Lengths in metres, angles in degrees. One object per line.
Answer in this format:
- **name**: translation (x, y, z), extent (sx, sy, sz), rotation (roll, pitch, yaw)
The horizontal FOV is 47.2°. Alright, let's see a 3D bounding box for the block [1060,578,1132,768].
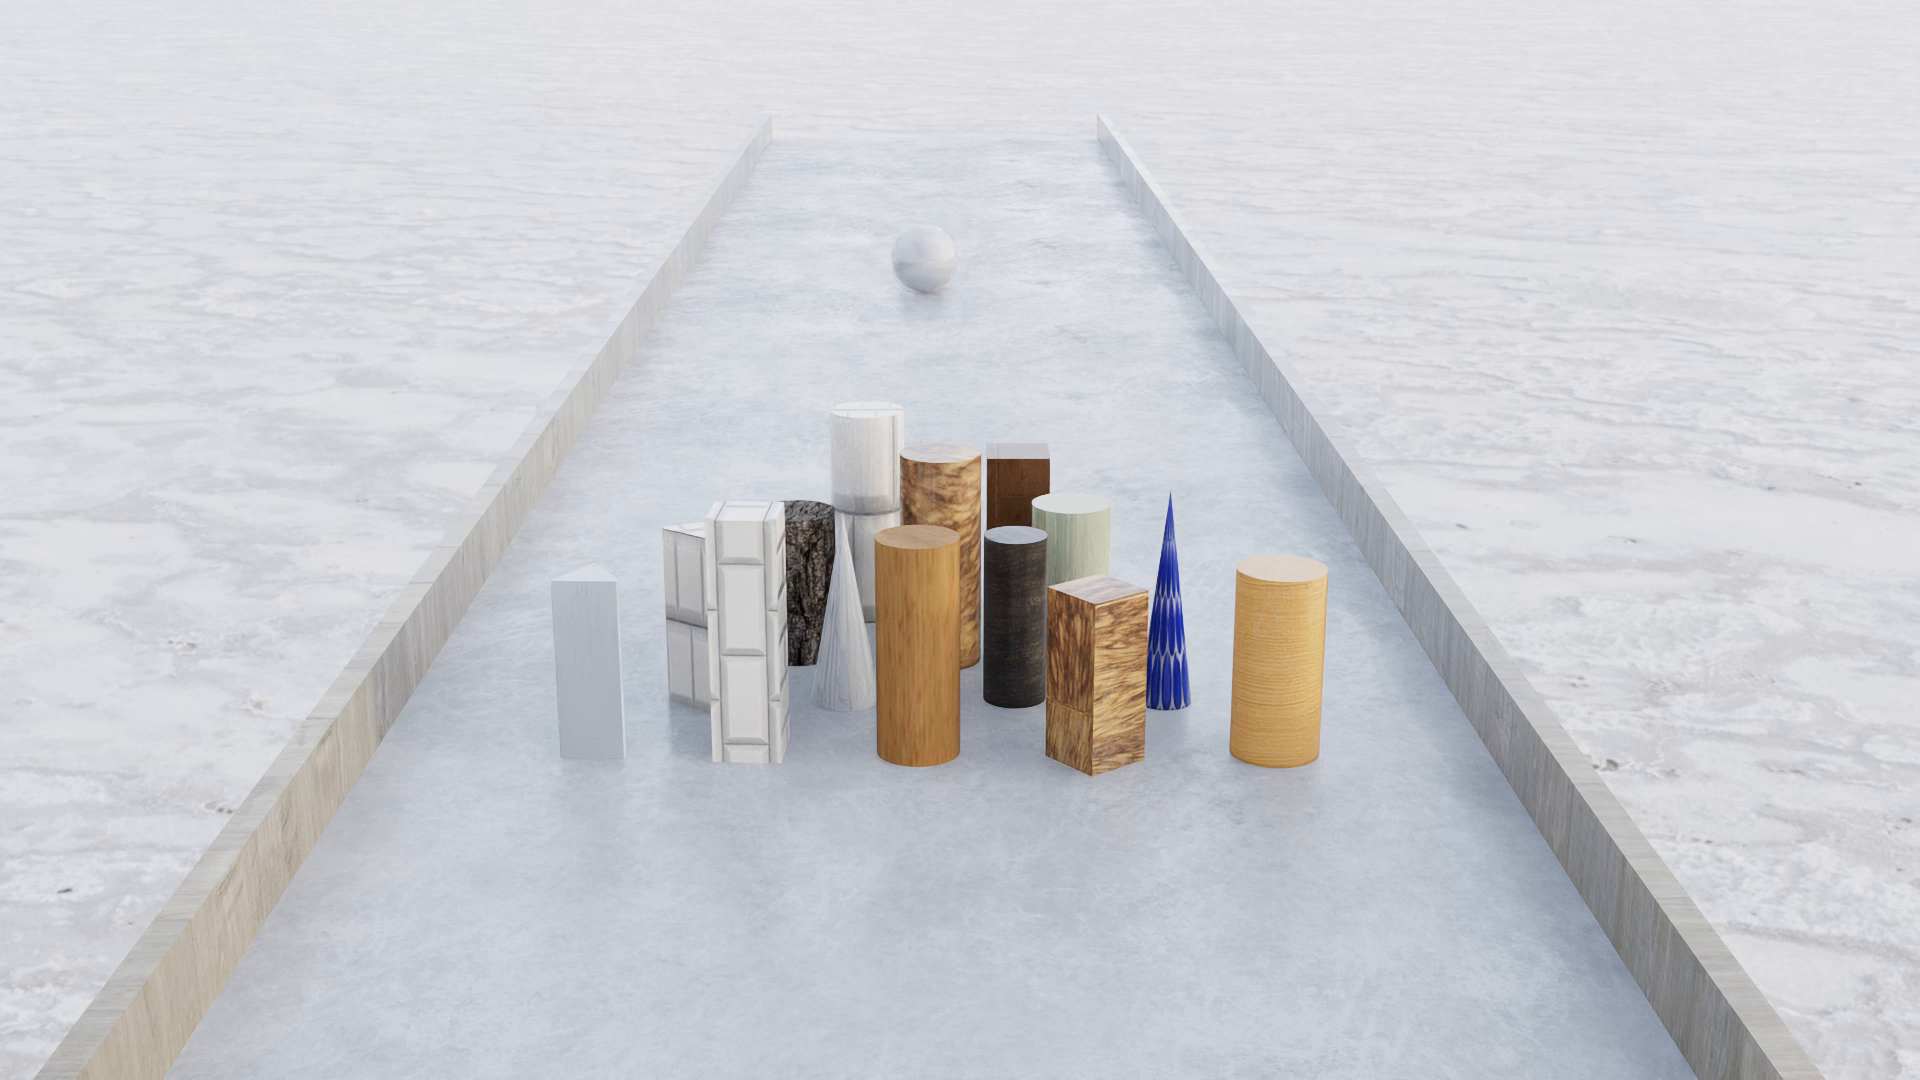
- **block**: translation (0.240, 0.236, 3.876), extent (0.125, 0.317, 0.125), rotation (0, -19, 4)

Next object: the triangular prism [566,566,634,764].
- **triangular prism**: translation (-0.665, 0.216, 3.918), extent (0.116, 0.331, 0.101), rotation (-15, 22, -41)

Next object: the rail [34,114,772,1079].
- **rail**: translation (-1.118, -0.838, 7.780), extent (0.050, 0.150, 12.000), rotation (0, 17, -1)

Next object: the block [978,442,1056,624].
- **block**: translation (0.121, -0.017, 4.659), extent (0.131, 0.355, 0.131), rotation (6, 18, 19)

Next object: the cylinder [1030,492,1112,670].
- **cylinder**: translation (0.220, 0.082, 4.385), extent (0.157, 0.323, 0.157), rotation (0, 17, 0)

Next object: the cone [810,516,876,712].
- **cone**: translation (-0.219, 0.126, 4.151), extent (0.133, 0.371, 0.133), rotation (0, 17, 0)

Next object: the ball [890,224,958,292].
- **ball**: translation (-0.135, -1.072, 8.381), extent (0.258, 0.258, 0.258), rotation (0, 17, 0)

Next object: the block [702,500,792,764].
- **block**: translation (-0.375, 0.163, 3.895), extent (0.123, 0.446, 0.123), rotation (2, 17, 6)

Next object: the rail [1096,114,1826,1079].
- **rail**: translation (0.932, -0.844, 7.801), extent (0.050, 0.150, 12.000), rotation (0, 17, -1)

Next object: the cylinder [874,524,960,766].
- **cylinder**: translation (-0.074, 0.187, 3.894), extent (0.150, 0.402, 0.150), rotation (0, 17, 0)

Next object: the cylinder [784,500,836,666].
- **cylinder**: translation (-0.327, 0.085, 4.413), extent (0.156, 0.300, 0.156), rotation (0, 17, 0)

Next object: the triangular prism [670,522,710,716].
- **triangular prism**: translation (-0.459, 0.140, 4.156), extent (0.121, 0.342, 0.140), rotation (-10, 19, -30)

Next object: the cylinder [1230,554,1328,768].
- **cylinder**: translation (0.564, 0.214, 3.901), extent (0.161, 0.345, 0.161), rotation (0, 17, 0)

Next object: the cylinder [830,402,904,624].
- **cylinder**: translation (-0.194, -0.060, 4.649), extent (0.155, 0.444, 0.155), rotation (0, 17, 0)
